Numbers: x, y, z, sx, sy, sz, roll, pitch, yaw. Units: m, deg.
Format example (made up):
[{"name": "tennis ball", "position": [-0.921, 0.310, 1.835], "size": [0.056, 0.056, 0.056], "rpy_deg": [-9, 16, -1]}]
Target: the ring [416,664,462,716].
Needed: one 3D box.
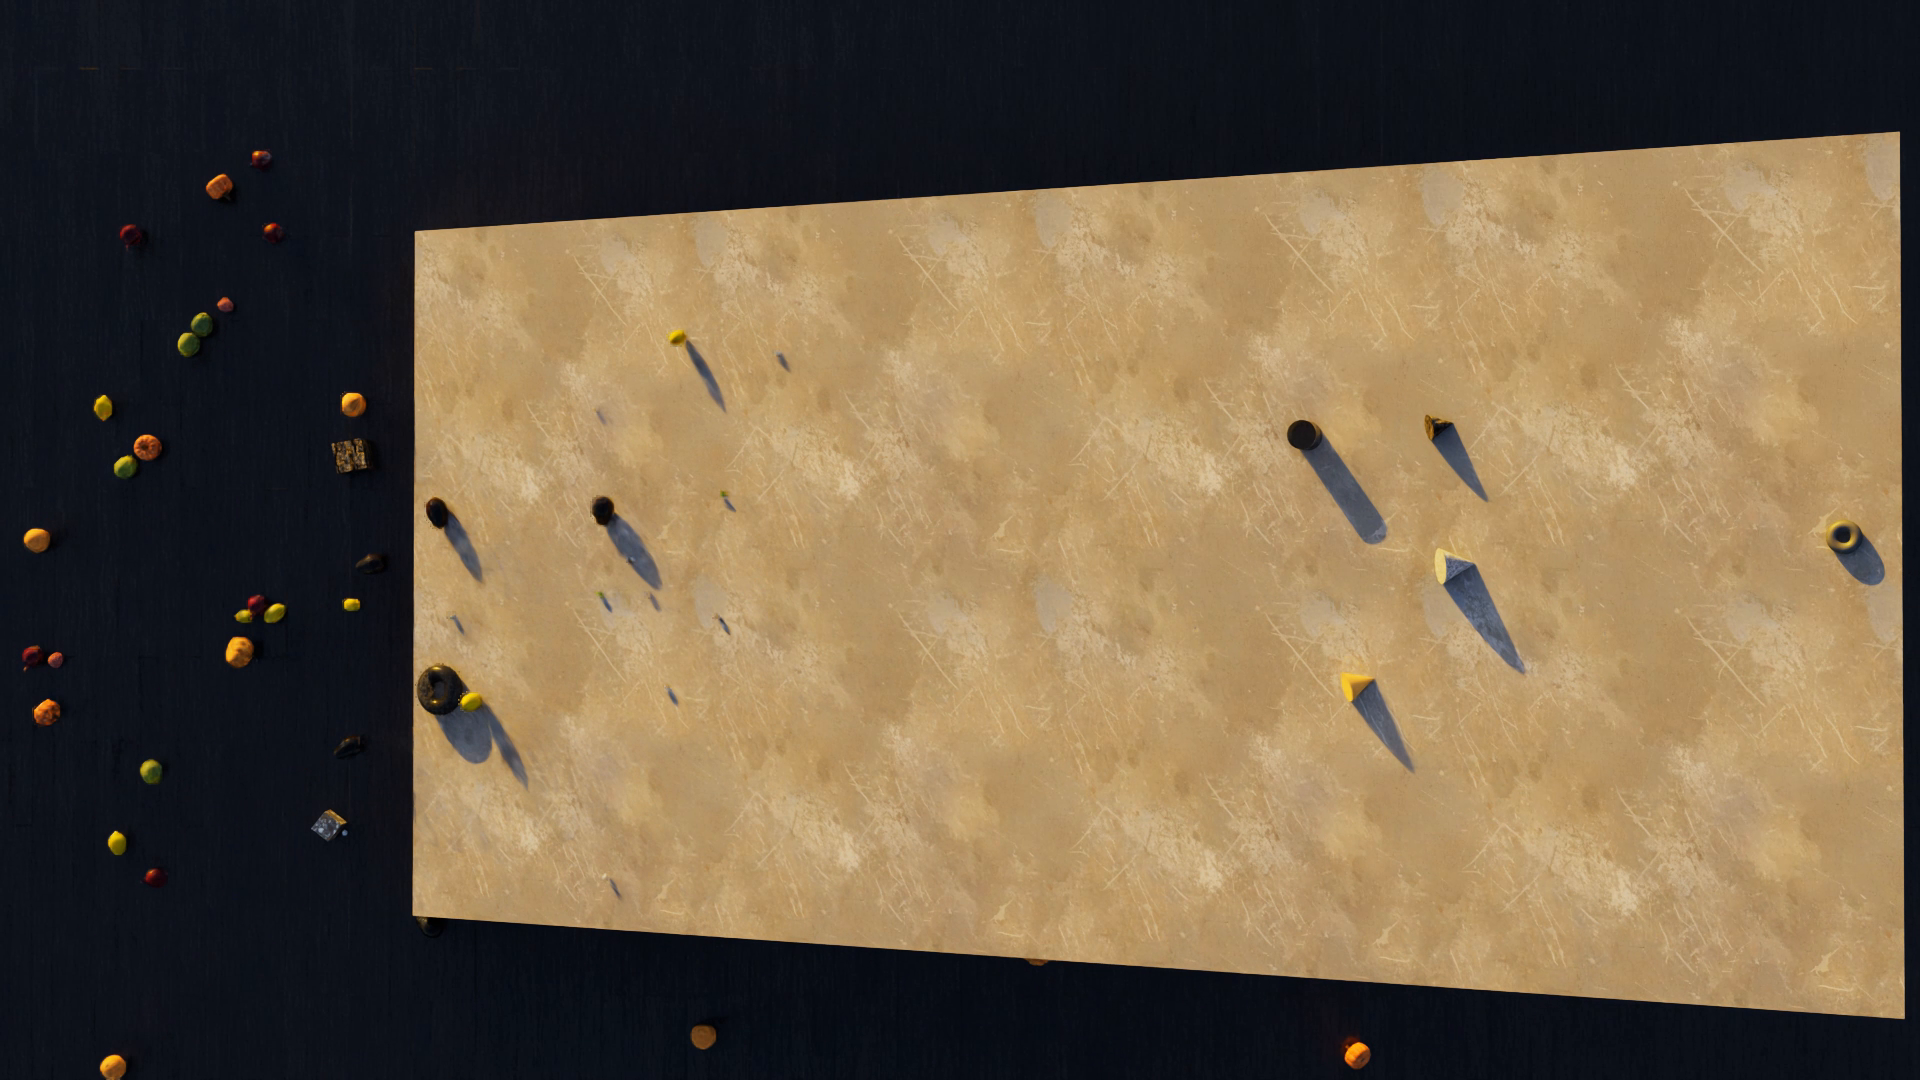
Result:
[{"name": "ring", "position": [-1.506, 0.434, 6.361], "size": [0.147, 0.049, 0.147], "rpy_deg": [-1, 88, 22]}]

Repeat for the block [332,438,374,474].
[{"name": "block", "position": [-1.788, -0.246, 6.480], "size": [0.089, 0.089, 0.089], "rpy_deg": [-11, 89, 0]}]

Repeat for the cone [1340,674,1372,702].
[{"name": "cone", "position": [0.982, 0.349, 5.388], "size": [0.074, 0.074, 0.074], "rpy_deg": [-20, 89, -12]}]

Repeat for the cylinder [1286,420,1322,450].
[{"name": "cylinder", "position": [0.851, -0.258, 5.427], "size": [0.072, 0.072, 0.072], "rpy_deg": [0, 89, 22]}]

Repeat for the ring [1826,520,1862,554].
[{"name": "ring", "position": [2.007, -0.007, 4.992], "size": [0.078, 0.026, 0.078], "rpy_deg": [-1, 89, 23]}]

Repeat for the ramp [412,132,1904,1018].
[{"name": "ramp", "position": [0.282, 0.087, 5.739], "size": [4.000, 0.100, 2.000], "rpy_deg": [0, 89, 22]}]

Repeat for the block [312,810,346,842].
[{"name": "block", "position": [-1.858, 0.841, 6.479], "size": [0.063, 0.063, 0.063], "rpy_deg": [38, 89, 0]}]
